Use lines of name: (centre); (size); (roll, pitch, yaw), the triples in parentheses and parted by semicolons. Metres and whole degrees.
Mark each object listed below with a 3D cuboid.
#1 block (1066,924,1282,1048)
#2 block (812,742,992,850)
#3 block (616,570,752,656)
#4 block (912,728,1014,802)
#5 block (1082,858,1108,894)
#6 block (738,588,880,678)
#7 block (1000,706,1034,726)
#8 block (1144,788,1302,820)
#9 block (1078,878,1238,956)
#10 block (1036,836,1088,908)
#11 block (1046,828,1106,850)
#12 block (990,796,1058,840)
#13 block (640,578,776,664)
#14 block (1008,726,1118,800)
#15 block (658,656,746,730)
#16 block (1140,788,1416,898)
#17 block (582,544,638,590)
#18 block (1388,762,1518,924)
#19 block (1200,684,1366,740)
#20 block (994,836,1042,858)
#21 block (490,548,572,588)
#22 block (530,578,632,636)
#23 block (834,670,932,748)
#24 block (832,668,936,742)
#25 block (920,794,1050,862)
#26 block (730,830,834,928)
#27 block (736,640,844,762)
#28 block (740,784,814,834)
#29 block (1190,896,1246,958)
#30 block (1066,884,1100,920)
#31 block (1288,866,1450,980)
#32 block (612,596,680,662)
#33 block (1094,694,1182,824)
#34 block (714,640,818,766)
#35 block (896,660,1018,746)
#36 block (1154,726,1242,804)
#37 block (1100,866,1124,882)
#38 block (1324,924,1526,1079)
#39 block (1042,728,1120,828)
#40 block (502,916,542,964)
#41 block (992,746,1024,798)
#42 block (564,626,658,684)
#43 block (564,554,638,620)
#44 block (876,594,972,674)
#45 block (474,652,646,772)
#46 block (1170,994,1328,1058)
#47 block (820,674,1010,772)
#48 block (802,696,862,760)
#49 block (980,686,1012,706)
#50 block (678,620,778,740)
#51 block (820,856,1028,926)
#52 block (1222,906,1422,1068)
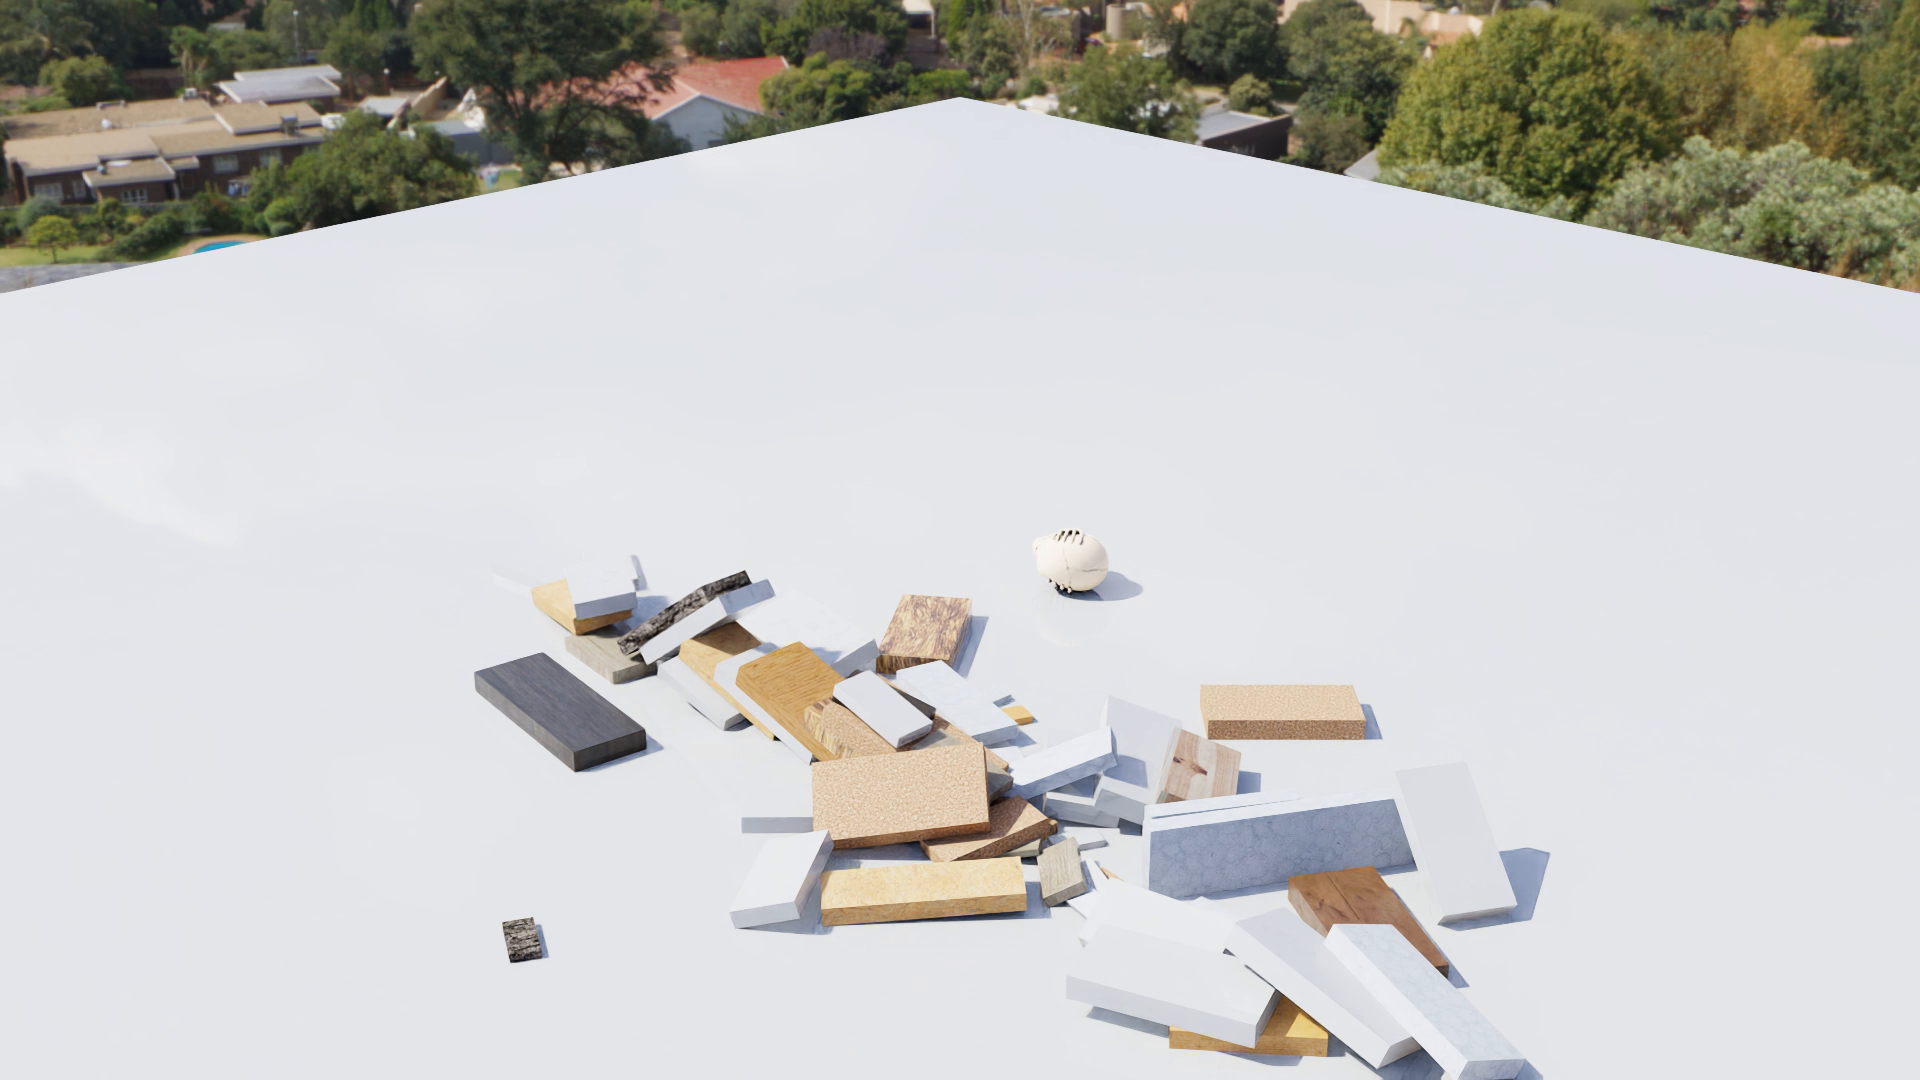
block: (0.372, 0.765, 3.791); (0.338, 0.048, 0.169); (11, 27, 22)
block: (-0.116, 0.506, 4.324); (0.344, 0.049, 0.172); (-7, 58, 6)
block: (-0.625, 0.166, 4.976); (0.333, 0.041, 0.144); (-30, -5, 40)
block: (0.003, 0.456, 4.407); (0.193, 0.027, 0.096); (32, 37, 25)
block: (0.250, 0.649, 4.178); (0.052, 0.015, 0.103); (-30, 34, -8)
block: (-0.353, 0.229, 5.098); (0.172, 0.049, 0.344); (-31, 35, -23)
block: (0.045, 0.399, 4.800); (0.225, 0.016, 0.058); (-9, 25, -21)
block: (0.503, 0.570, 4.225); (0.302, 0.151, 0.043); (-5, 24, -12)
block: (0.359, 0.710, 3.959); (0.265, 0.037, 0.132); (15, 58, 31)
block: (0.194, 0.633, 4.198); (0.082, 0.023, 0.164); (-25, 22, 7)
block: (0.229, 0.595, 4.341); (0.103, 0.015, 0.051); (-8, 24, -19)
block: (0.107, 0.562, 4.406); (0.164, 0.023, 0.082); (20, 30, 38)
block: (-0.569, 0.184, 4.946); (0.316, 0.045, 0.158); (-31, -6, 42)
block: (0.206, 0.453, 4.441); (0.228, 0.032, 0.114); (-22, 20, 11)
block: (-0.555, 0.328, 4.856); (0.215, 0.030, 0.108); (36, 42, 26)
block: (0.634, 0.576, 4.210); (0.588, 0.151, 0.043); (-6, 23, -13)
block: (-0.884, 0.073, 5.547); (0.114, 0.032, 0.228); (-6, 24, -14)
block: (0.928, 0.569, 4.153); (0.149, 0.042, 0.298); (-6, 59, -14)
block: (0.703, 0.376, 4.813); (0.338, 0.048, 0.169); (0, 23, 0)
block: (0.107, 0.602, 4.290); (0.103, 0.015, 0.051); (-9, 18, 13)
block: (-1.061, 0.079, 5.535); (0.228, 0.032, 0.114); (18, 29, 35)
block: (-0.912, 0.151, 5.291); (0.144, 0.041, 0.289); (-18, 22, -26)
block: (-0.157, 0.342, 4.465); (0.096, 0.027, 0.193); (-21, 47, -42)
block: (-0.155, 0.338, 4.520); (0.193, 0.027, 0.096); (25, 35, 16)
block: (0.048, 0.578, 4.307); (0.228, 0.032, 0.114); (-21, 27, -22)
block: (-0.335, 0.639, 4.160); (0.131, 0.037, 0.262); (-12, 20, 16)
block: (-0.294, 0.362, 4.683); (0.355, 0.050, 0.177); (38, 40, 28)
block: (-0.305, 0.542, 4.436); (0.262, 0.037, 0.131); (0, 23, 0)
block: (0.500, 0.736, 3.979); (0.265, 0.037, 0.132); (21, 30, 40)
block: (0.245, 0.682, 4.108); (0.052, 0.015, 0.103); (-35, 35, -16)
block: (0.741, 0.713, 4.018); (0.169, 0.048, 0.338); (-5, 24, -12)
block: (-0.649, 0.255, 5.121); (0.108, 0.030, 0.576); (-16, 28, -32)
block: (0.371, 0.460, 4.540); (0.169, 0.048, 0.419); (20, 23, -2)
block: (-0.368, 0.350, 4.753); (0.316, 0.045, 0.158); (38, 40, 28)
block: (-0.009, 0.358, 4.833); (0.114, 0.032, 0.352); (-12, 26, -26)
block: (0.485, 0.485, 4.462); (0.149, 0.042, 0.298); (22, 23, 2)
block: (0.286, 0.659, 4.190); (0.052, 0.015, 0.104); (-16, 28, -34)
block: (0.785, 0.780, 3.731); (0.149, 0.042, 0.359); (8, 25, -37)
block: (0.250, 0.487, 4.528); (0.151, 0.043, 0.302); (10, 23, -1)
block: (-0.801, 0.730, 4.018); (0.058, 0.016, 0.115); (-7, 24, -16)
block: (0.102, 0.483, 4.592); (0.082, 0.023, 0.164); (-6, 24, -13)
block: (-0.810, 0.265, 5.095); (0.114, 0.032, 0.228); (-17, 28, -34)
block: (-0.860, 0.112, 5.256); (0.144, 0.041, 0.289); (-12, 20, -11)
block: (-0.082, 0.223, 5.173); (0.169, 0.048, 0.338); (4, 23, 9)
block: (-0.881, 0.372, 4.822); (0.172, 0.049, 0.472); (-16, 28, -34)
block: (0.492, 0.824, 3.770); (0.265, 0.037, 0.132); (2, 23, 5)
block: (-0.094, 0.418, 4.496); (0.355, 0.050, 0.177); (33, 38, 25)
block: (-0.142, 0.436, 4.544); (0.355, 0.050, 0.177); (36, 39, 30)
block: (0.053, 0.358, 4.896); (0.115, 0.016, 0.058); (-20, 30, -39)
block: (-0.457, 0.307, 4.855); (0.316, 0.045, 0.158); (38, 40, 28)
block: (-0.070, 0.660, 4.135); (0.380, 0.037, 0.131); (-4, 23, -2)
block: (0.629, 0.757, 3.747); (0.338, 0.048, 0.169); (36, 23, 32)
